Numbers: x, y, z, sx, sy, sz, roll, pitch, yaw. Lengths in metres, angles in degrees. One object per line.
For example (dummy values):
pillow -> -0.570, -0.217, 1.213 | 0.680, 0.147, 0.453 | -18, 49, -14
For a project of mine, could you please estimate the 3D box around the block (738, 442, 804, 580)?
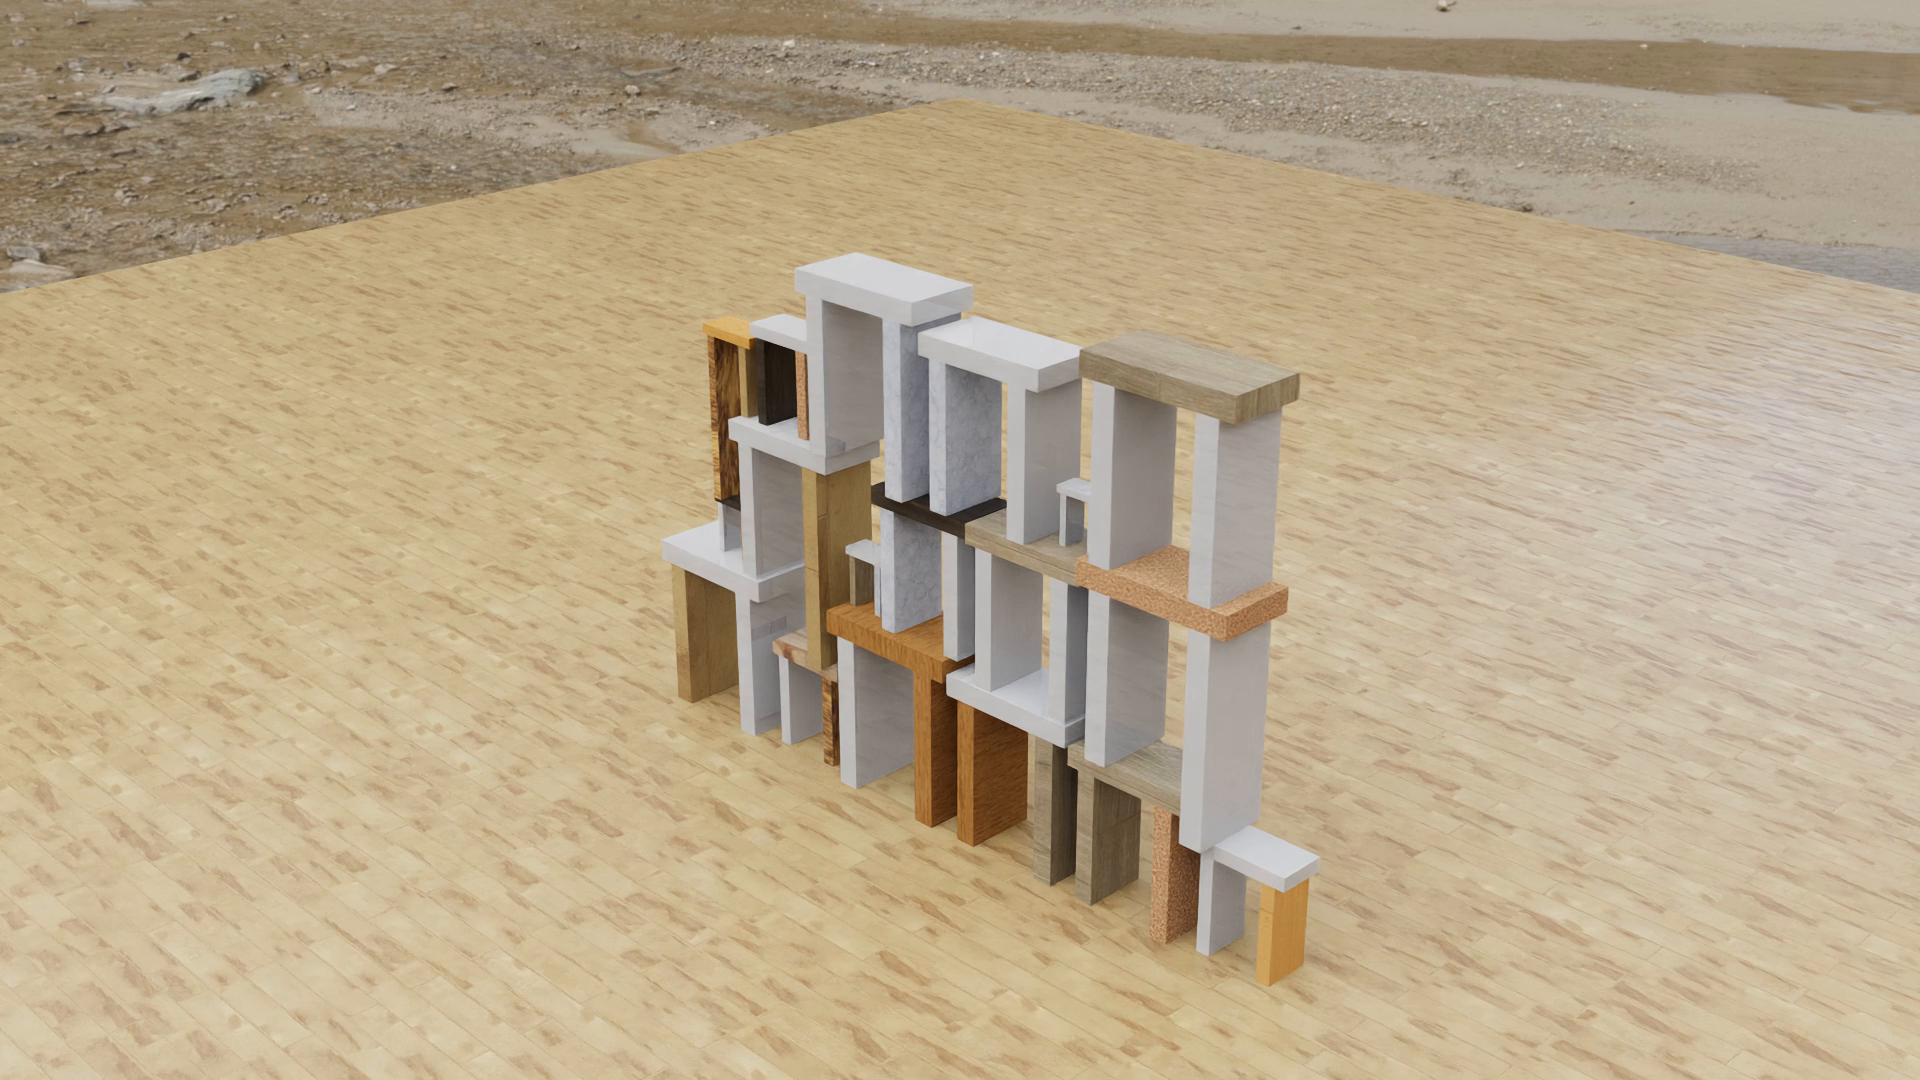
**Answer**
block -> -0.389, -0.080, 4.611 | 0.042, 0.297, 0.148 | 21, 31, 41

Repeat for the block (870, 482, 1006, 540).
block -> -0.034, -0.070, 4.235 | 0.261, 0.037, 0.130 | 21, 31, 40

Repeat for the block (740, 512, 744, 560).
block -> -0.441, -0.015, 4.695 | 0.016, 0.112, 0.056 | 21, 31, 40

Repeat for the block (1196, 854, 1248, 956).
block -> 0.476, 0.643, 3.984 | 0.102, 0.203, 0.029 | -21, 31, -40

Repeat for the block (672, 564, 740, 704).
block -> -0.556, 0.185, 4.905 | 0.046, 0.328, 0.164 | 21, 31, 41

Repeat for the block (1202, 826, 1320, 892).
block -> 0.524, 0.555, 3.894 | 0.102, 0.029, 0.203 | -21, 31, -40

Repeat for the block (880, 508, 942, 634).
block -> -0.096, 0.043, 4.350 | 0.037, 0.261, 0.130 | 21, 31, 41

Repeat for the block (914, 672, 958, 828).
block -> -0.015, 0.393, 4.406 | 0.047, 0.334, 0.167 | 21, 31, 41

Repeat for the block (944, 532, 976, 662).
block -> 0.028, 0.091, 4.237 | 0.037, 0.261, 0.131 | 21, 31, 40

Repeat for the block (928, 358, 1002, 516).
block -> 0.011, -0.210, 4.130 | 0.043, 0.302, 0.150 | 21, 31, 40

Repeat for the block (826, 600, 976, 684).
block -> -0.093, 0.187, 4.404 | 0.334, 0.047, 0.167 | 21, 31, 41

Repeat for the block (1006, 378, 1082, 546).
block -> 0.153, -0.155, 3.999 | 0.043, 0.301, 0.150 | 21, 31, 41

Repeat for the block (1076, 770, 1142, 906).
block -> 0.281, 0.537, 4.141 | 0.039, 0.276, 0.138 | 21, 31, 41

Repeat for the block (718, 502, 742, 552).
block -> -0.493, -0.036, 4.744 | 0.016, 0.113, 0.056 | 21, 31, 40

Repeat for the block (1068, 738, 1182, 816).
block -> 0.346, 0.417, 4.019 | 0.276, 0.039, 0.138 | 21, 31, 41

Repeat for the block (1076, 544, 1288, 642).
block -> 0.384, 0.079, 3.837 | 0.170, 0.048, 0.339 | -21, 31, -41

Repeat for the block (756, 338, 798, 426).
block -> -0.371, -0.333, 4.485 | 0.026, 0.184, 0.092 | 21, 31, 41

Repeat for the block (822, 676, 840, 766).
block -> -0.241, 0.366, 4.636 | 0.029, 0.204, 0.102 | 21, 31, 41

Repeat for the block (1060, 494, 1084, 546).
block -> 0.204, -0.043, 3.991 | 0.014, 0.101, 0.050 | 21, 31, 41

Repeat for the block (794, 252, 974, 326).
block -> -0.146, -0.478, 4.176 | 0.323, 0.046, 0.162 | 21, 31, 40

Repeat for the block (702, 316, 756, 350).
block -> -0.453, -0.428, 4.527 | 0.076, 0.022, 0.152 | -21, 31, -40

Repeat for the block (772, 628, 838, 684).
block -> -0.289, 0.240, 4.635 | 0.102, 0.029, 0.204 | -21, 31, -40

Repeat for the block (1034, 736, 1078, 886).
block -> 0.211, 0.492, 4.204 | 0.044, 0.310, 0.155 | 21, 31, 41

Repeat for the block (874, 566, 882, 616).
block -> -0.147, 0.095, 4.421 | 0.016, 0.110, 0.055 | 21, 31, 40

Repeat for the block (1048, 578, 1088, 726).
block -> 0.229, 0.185, 4.055 | 0.041, 0.286, 0.143 | 21, 31, 41

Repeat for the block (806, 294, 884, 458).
block -> -0.223, -0.338, 4.318 | 0.046, 0.323, 0.162 | 21, 31, 40

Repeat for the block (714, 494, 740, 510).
block -> -0.467, -0.085, 4.694 | 0.056, 0.016, 0.112 | -21, 31, -41

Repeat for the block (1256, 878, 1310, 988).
block -> 0.572, 0.681, 3.896 | 0.029, 0.203, 0.102 | 21, 31, 41

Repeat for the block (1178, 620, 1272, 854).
block -> 0.465, 0.327, 3.855 | 0.170, 0.423, 0.048 | -21, 31, -40

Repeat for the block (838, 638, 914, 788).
block -> -0.172, 0.332, 4.551 | 0.047, 0.334, 0.167 | 21, 31, 41

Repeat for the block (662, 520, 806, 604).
block -> -0.479, 0.043, 4.761 | 0.328, 0.046, 0.164 | 21, 31, 41

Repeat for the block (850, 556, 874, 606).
block -> -0.198, 0.075, 4.468 | 0.016, 0.110, 0.055 | 21, 31, 41

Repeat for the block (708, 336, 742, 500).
block -> -0.488, -0.266, 4.636 | 0.076, 0.363, 0.022 | -21, 31, -41

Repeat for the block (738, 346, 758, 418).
block -> -0.417, -0.334, 4.528 | 0.076, 0.152, 0.022 | -21, 31, -40

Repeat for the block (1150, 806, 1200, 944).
block -> 0.411, 0.588, 4.021 | 0.039, 0.276, 0.138 | 21, 31, 41

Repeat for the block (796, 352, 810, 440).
block -> -0.284, -0.299, 4.406 | 0.026, 0.184, 0.092 | 21, 31, 41

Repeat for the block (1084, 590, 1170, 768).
block -> 0.304, 0.226, 3.986 | 0.048, 0.339, 0.170 | 21, 31, 40

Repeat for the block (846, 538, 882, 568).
block -> -0.173, 0.027, 4.420 | 0.110, 0.016, 0.055 | 21, 31, 40

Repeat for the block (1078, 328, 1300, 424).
block -> 0.382, -0.278, 3.688 | 0.169, 0.048, 0.338 | -21, 31, -40

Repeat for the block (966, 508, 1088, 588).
block -> 0.161, 0.008, 4.053 | 0.286, 0.041, 0.143 | 21, 31, 41

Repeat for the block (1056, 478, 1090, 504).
block -> 0.227, -0.086, 3.947 | 0.050, 0.014, 0.101 | -21, 31, -41

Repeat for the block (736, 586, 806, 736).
block -> -0.402, 0.245, 4.763 | 0.046, 0.328, 0.164 | 21, 31, 41

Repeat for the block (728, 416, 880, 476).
block -> -0.319, -0.208, 4.480 | 0.297, 0.042, 0.148 | 21, 31, 41

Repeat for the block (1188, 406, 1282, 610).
block -> 0.462, -0.069, 3.690 | 0.169, 0.338, 0.048 | -21, 31, -41

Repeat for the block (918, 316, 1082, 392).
block -> 0.082, -0.340, 3.997 | 0.301, 0.043, 0.150 | 21, 31, 40

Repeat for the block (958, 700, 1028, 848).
block -> 0.065, 0.435, 4.338 | 0.044, 0.310, 0.155 | 21, 31, 41

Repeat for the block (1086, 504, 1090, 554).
block -> 0.251, -0.024, 3.947 | 0.050, 0.101, 0.014 | -21, 31, -40

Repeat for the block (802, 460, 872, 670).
block -> -0.249, 0.040, 4.510 | 0.042, 0.438, 0.148 | 21, 31, 40

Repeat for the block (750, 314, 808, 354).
block -> -0.327, -0.413, 4.405 | 0.184, 0.026, 0.092 | 21, 31, 41

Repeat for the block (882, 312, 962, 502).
block -> -0.070, -0.263, 4.185 | 0.046, 0.357, 0.162 | 21, 31, 40

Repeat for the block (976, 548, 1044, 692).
block -> 0.094, 0.132, 4.179 | 0.041, 0.286, 0.143 | 21, 31, 41

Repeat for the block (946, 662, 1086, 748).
block -> 0.138, 0.301, 4.202 | 0.310, 0.044, 0.155 | 21, 31, 41

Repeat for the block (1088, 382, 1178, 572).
block -> 0.303, -0.131, 3.838 | 0.169, 0.338, 0.048 | -21, 31, -41

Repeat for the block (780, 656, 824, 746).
block -> -0.337, 0.329, 4.725 | 0.102, 0.204, 0.029 | -21, 31, -41
